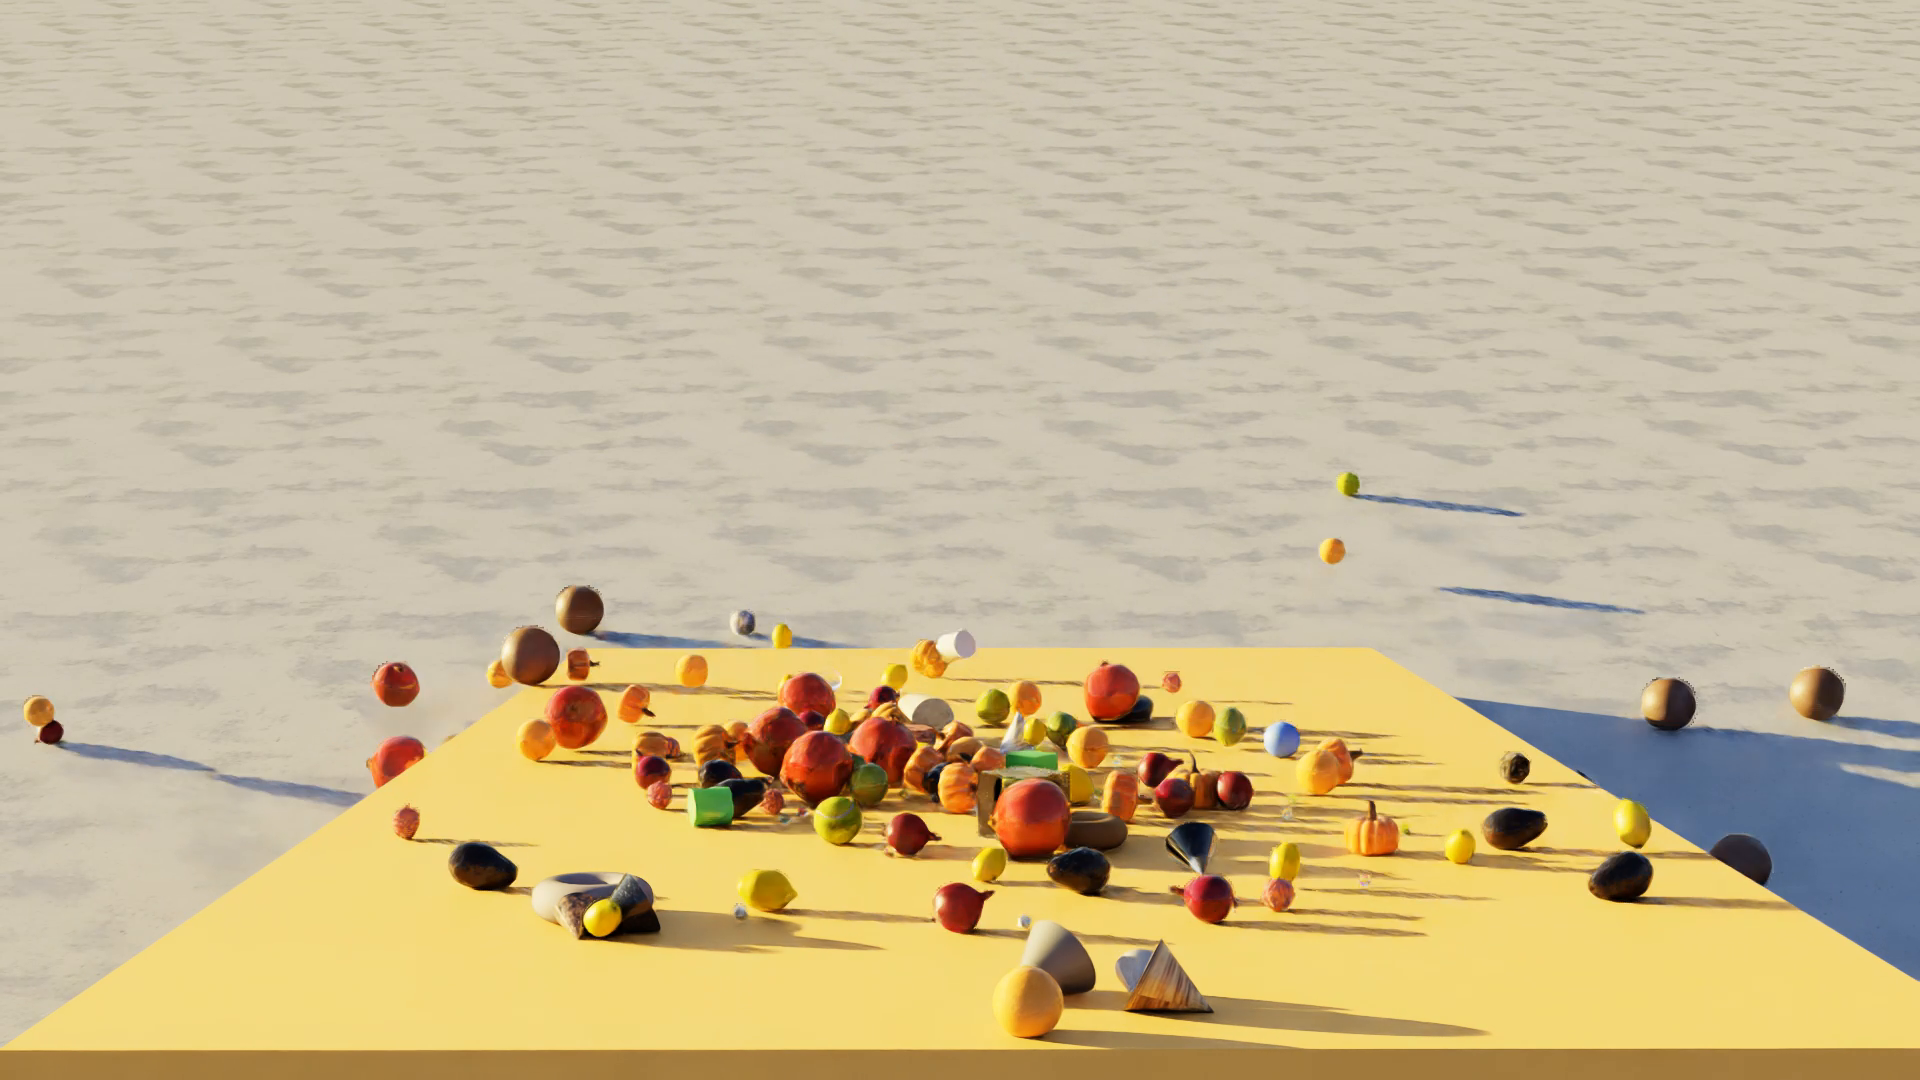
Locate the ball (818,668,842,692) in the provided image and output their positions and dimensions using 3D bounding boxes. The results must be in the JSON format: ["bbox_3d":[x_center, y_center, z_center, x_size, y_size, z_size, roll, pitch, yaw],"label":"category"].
[{"bbox_3d":[-0.281,0.304,5.567,0.050,0.050,0.050,0,21,0],"label":"ball"}]

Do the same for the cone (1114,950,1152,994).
[{"bbox_3d":[0.193,0.477,2.740,0.057,0.057,0.057,2,30,5],"label":"cone"}]

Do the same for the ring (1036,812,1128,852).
[{"bbox_3d":[0.174,0.416,3.666,0.130,0.043,0.130,-1,3,0],"label":"ring"}]

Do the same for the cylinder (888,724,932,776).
[{"bbox_3d":[-0.086,0.358,4.377,0.077,0.077,0.077,0,3,0],"label":"cylinder"}]

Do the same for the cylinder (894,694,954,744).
[{"bbox_3d":[-0.068,0.331,4.763,0.086,0.086,0.086,-9,7,-23],"label":"cylinder"}]

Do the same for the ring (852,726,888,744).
[{"bbox_3d":[-0.159,0.361,4.757,0.083,0.028,0.083,-2,3,0],"label":"ring"}]

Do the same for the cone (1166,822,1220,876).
[{"bbox_3d":[0.321,0.432,3.475,0.072,0.072,0.072,-1,35,-4],"label":"cone"}]

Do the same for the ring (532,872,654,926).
[{"bbox_3d":[-0.452,0.441,3.164,0.150,0.050,0.150,1,2,0],"label":"ring"}]

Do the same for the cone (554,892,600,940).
[{"bbox_3d":[-0.455,0.459,3.060,0.056,0.056,0.056,-3,30,-7],"label":"cone"}]

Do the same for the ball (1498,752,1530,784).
[{"bbox_3d":[0.918,0.377,4.255,0.052,0.052,0.052,0,21,0],"label":"ball"}]

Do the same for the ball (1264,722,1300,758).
[{"bbox_3d":[0.570,0.354,4.551,0.065,0.065,0.065,0,21,0],"label":"ball"}]

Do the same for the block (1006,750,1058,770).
[{"bbox_3d":[0.116,0.378,4.178,0.061,0.061,0.061,2,4,37],"label":"block"}]

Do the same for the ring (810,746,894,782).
[{"bbox_3d":[-0.181,0.376,4.326,0.143,0.048,0.143,1,4,0],"label":"ring"}]

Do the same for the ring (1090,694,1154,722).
[{"bbox_3d":[0.320,0.334,5.088,0.131,0.044,0.131,-4,5,0],"label":"ring"}]

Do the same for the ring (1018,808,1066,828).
[{"bbox_3d":[0.125,0.415,3.836,0.075,0.025,0.075,-1,4,0],"label":"ring"}]

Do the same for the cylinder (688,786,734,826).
[{"bbox_3d":[-0.373,0.399,3.842,0.057,0.057,0.057,-1,20,-16],"label":"cylinder"}]

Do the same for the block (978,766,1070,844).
[{"bbox_3d":[0.094,0.385,3.743,0.095,0.095,0.095,3,5,45],"label":"block"}]

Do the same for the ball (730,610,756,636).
[{"bbox_3d":[-0.579,0.221,6.842,0.067,0.067,0.067,0,21,0],"label":"ball"}]

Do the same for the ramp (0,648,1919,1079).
[{"bbox_3d":[0.048,0.438,4.532,2.000,0.100,4.000,0,3,0],"label":"ramp"}]

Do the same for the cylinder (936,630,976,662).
[{"bbox_3d":[-0.008,0.240,5.780,0.063,0.063,0.063,-18,2,-40],"label":"cylinder"}]

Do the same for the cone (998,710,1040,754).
[{"bbox_3d":[0.106,0.343,4.629,0.078,0.078,0.078,0,3,0],"label":"cone"}]
